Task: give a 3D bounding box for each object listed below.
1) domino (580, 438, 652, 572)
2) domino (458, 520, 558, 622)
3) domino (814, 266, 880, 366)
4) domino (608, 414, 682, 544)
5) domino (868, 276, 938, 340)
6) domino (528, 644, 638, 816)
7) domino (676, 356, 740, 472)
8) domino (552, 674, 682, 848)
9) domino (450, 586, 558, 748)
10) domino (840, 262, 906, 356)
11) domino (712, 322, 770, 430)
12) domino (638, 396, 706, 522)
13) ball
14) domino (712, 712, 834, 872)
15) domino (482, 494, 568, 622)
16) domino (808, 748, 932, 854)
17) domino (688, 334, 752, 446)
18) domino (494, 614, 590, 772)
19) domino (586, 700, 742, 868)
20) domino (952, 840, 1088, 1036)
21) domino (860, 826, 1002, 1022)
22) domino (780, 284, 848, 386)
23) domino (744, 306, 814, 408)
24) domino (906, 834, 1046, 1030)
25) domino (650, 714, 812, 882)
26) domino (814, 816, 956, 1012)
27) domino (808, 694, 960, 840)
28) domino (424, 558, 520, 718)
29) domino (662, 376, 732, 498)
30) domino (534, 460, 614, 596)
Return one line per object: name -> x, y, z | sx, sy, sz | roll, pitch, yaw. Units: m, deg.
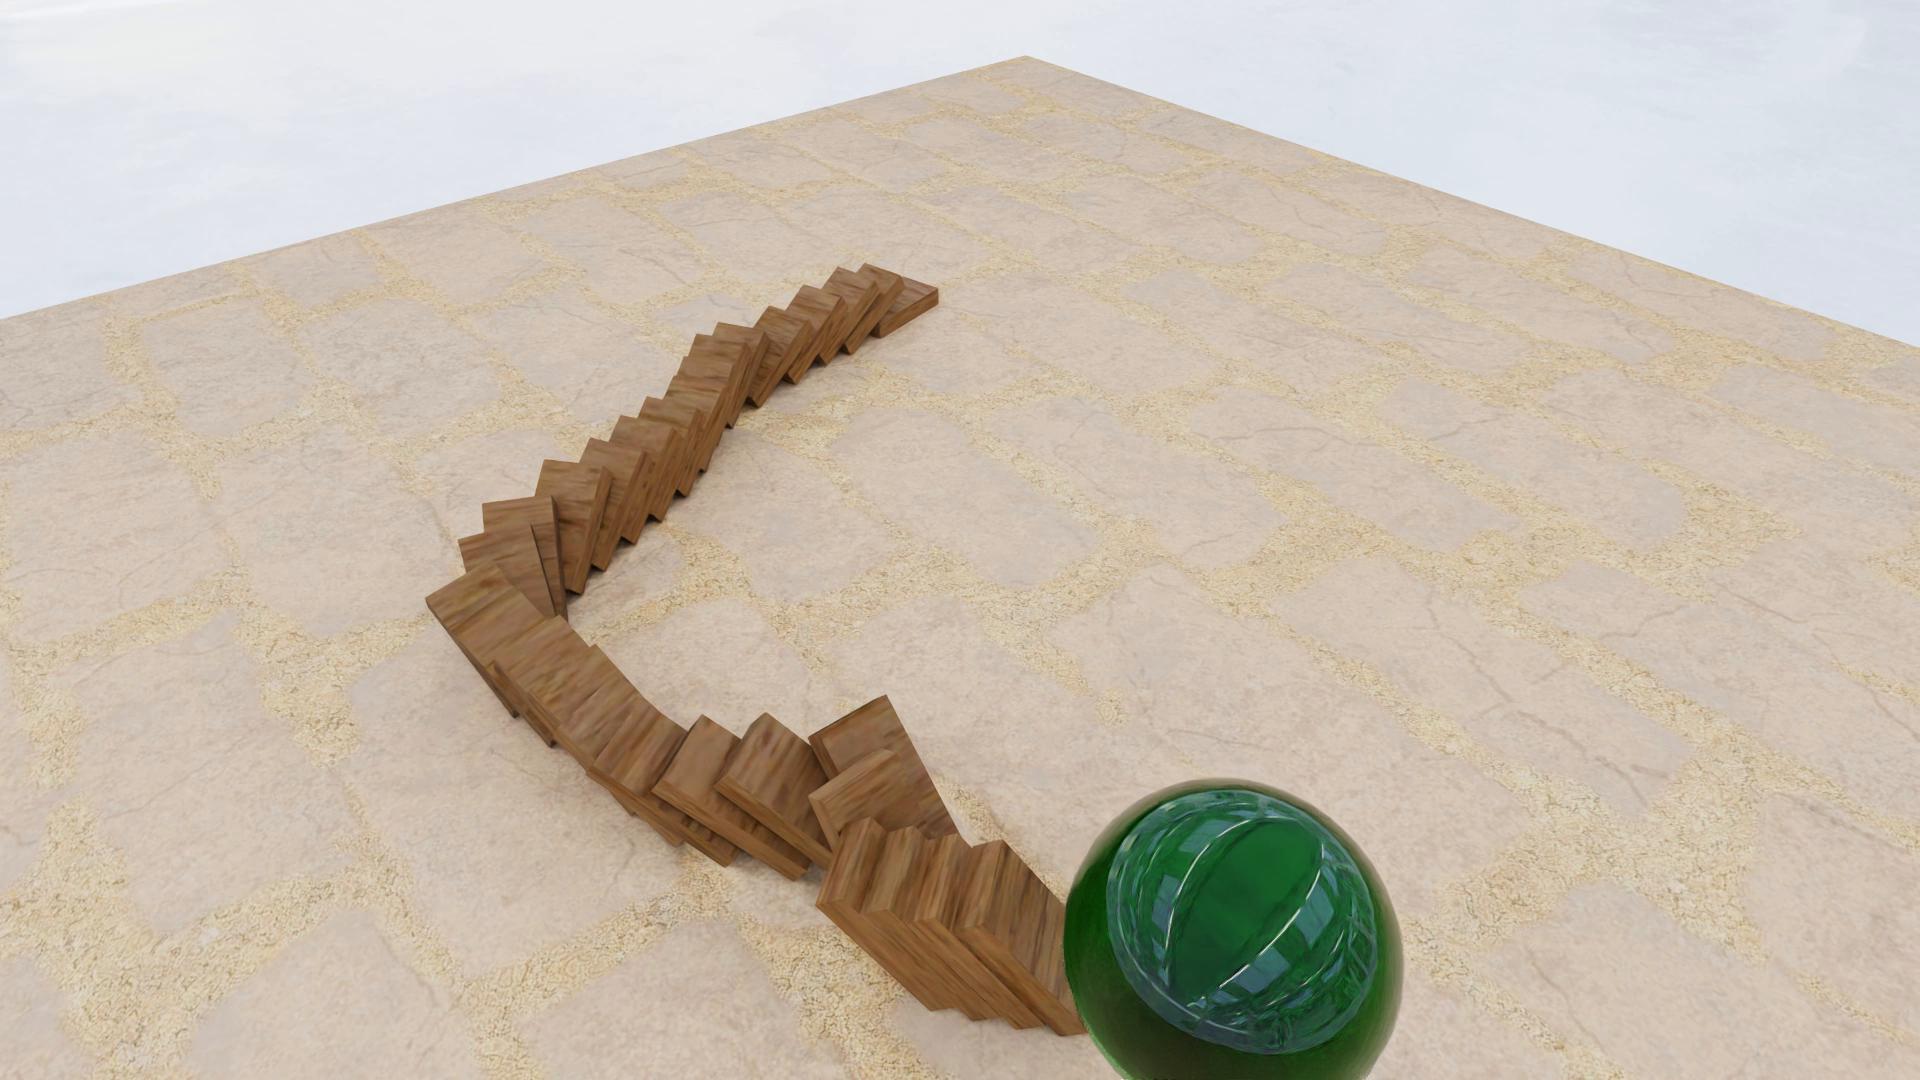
domino -> -0.145, -0.015, 0.441 | 0.025, 0.010, 0.050 | 14, 74, 16
domino -> -0.161, 0.021, 0.397 | 0.025, 0.010, 0.050 | -17, 76, -16
domino -> -0.065, -0.115, 0.564 | 0.025, 0.010, 0.050 | 25, 74, 28
domino -> -0.137, -0.025, 0.454 | 0.025, 0.009, 0.050 | 14, 73, 16
domino -> -0.037, -0.127, 0.598 | 0.025, 0.010, 0.050 | 26, 46, 28
domino -> -0.111, 0.060, 0.351 | 0.050, 0.010, 0.025 | 47, 52, 5
domino -> -0.119, -0.057, 0.493 | 0.025, 0.009, 0.050 | 11, 72, 14
domino -> -0.097, 0.068, 0.340 | 0.050, 0.010, 0.025 | 43, 48, -3
domino -> -0.144, 0.042, 0.371 | 0.050, 0.010, 0.025 | 46, 59, 4
domino -> -0.054, -0.122, 0.577 | 0.025, 0.010, 0.050 | 25, 69, 28
domino -> -0.111, -0.078, 0.522 | 0.025, 0.010, 0.050 | 13, 68, 15
domino -> -0.129, -0.035, 0.466 | 0.025, 0.010, 0.050 | 14, 73, 16
ball -> 0.065, 0.099, 0.268 | 0.080, 0.080, 0.080 | 0, 39, 0
domino -> -0.046, 0.077, 0.327 | 0.050, 0.010, 0.025 | 40, 41, -11
domino -> -0.163, 0.009, 0.411 | 0.025, 0.009, 0.050 | -9, 74, -10
domino -> -0.021, 0.087, 0.307 | 0.025, 0.050, 0.009 | -30, 18, -31
domino -> -0.117, -0.070, 0.507 | 0.025, 0.010, 0.050 | 11, 72, 14
domino -> -0.126, 0.051, 0.361 | 0.050, 0.009, 0.025 | 46, 54, 4
domino -> -0.084, 0.073, 0.332 | 0.050, 0.010, 0.025 | 37, 48, -9
domino -> 0.019, 0.104, 0.287 | 0.009, 0.050, 0.025 | -23, 29, 30
domino -> -0.004, 0.102, 0.290 | 0.010, 0.050, 0.025 | -23, 29, 30
domino -> -0.080, -0.103, 0.551 | 0.025, 0.009, 0.050 | 22, 72, 27
domino -> -0.095, -0.090, 0.537 | 0.025, 0.010, 0.050 | 22, 70, 25
domino -> 0.007, 0.103, 0.289 | 0.010, 0.050, 0.025 | -23, 29, 30
domino -> -0.063, 0.077, 0.329 | 0.050, 0.010, 0.025 | 36, 42, -10
domino -> -0.016, 0.100, 0.293 | 0.009, 0.050, 0.025 | -23, 29, 30
domino -> -0.022, 0.074, 0.328 | 0.025, 0.009, 0.050 | -26, 87, -33
domino -> -0.158, 0.034, 0.381 | 0.025, 0.009, 0.050 | -37, 83, -29
domino -> -0.122, -0.045, 0.479 | 0.025, 0.010, 0.050 | 15, 73, 16
domino -> -0.154, -0.005, 0.428 | 0.025, 0.009, 0.050 | 7, 75, 10
